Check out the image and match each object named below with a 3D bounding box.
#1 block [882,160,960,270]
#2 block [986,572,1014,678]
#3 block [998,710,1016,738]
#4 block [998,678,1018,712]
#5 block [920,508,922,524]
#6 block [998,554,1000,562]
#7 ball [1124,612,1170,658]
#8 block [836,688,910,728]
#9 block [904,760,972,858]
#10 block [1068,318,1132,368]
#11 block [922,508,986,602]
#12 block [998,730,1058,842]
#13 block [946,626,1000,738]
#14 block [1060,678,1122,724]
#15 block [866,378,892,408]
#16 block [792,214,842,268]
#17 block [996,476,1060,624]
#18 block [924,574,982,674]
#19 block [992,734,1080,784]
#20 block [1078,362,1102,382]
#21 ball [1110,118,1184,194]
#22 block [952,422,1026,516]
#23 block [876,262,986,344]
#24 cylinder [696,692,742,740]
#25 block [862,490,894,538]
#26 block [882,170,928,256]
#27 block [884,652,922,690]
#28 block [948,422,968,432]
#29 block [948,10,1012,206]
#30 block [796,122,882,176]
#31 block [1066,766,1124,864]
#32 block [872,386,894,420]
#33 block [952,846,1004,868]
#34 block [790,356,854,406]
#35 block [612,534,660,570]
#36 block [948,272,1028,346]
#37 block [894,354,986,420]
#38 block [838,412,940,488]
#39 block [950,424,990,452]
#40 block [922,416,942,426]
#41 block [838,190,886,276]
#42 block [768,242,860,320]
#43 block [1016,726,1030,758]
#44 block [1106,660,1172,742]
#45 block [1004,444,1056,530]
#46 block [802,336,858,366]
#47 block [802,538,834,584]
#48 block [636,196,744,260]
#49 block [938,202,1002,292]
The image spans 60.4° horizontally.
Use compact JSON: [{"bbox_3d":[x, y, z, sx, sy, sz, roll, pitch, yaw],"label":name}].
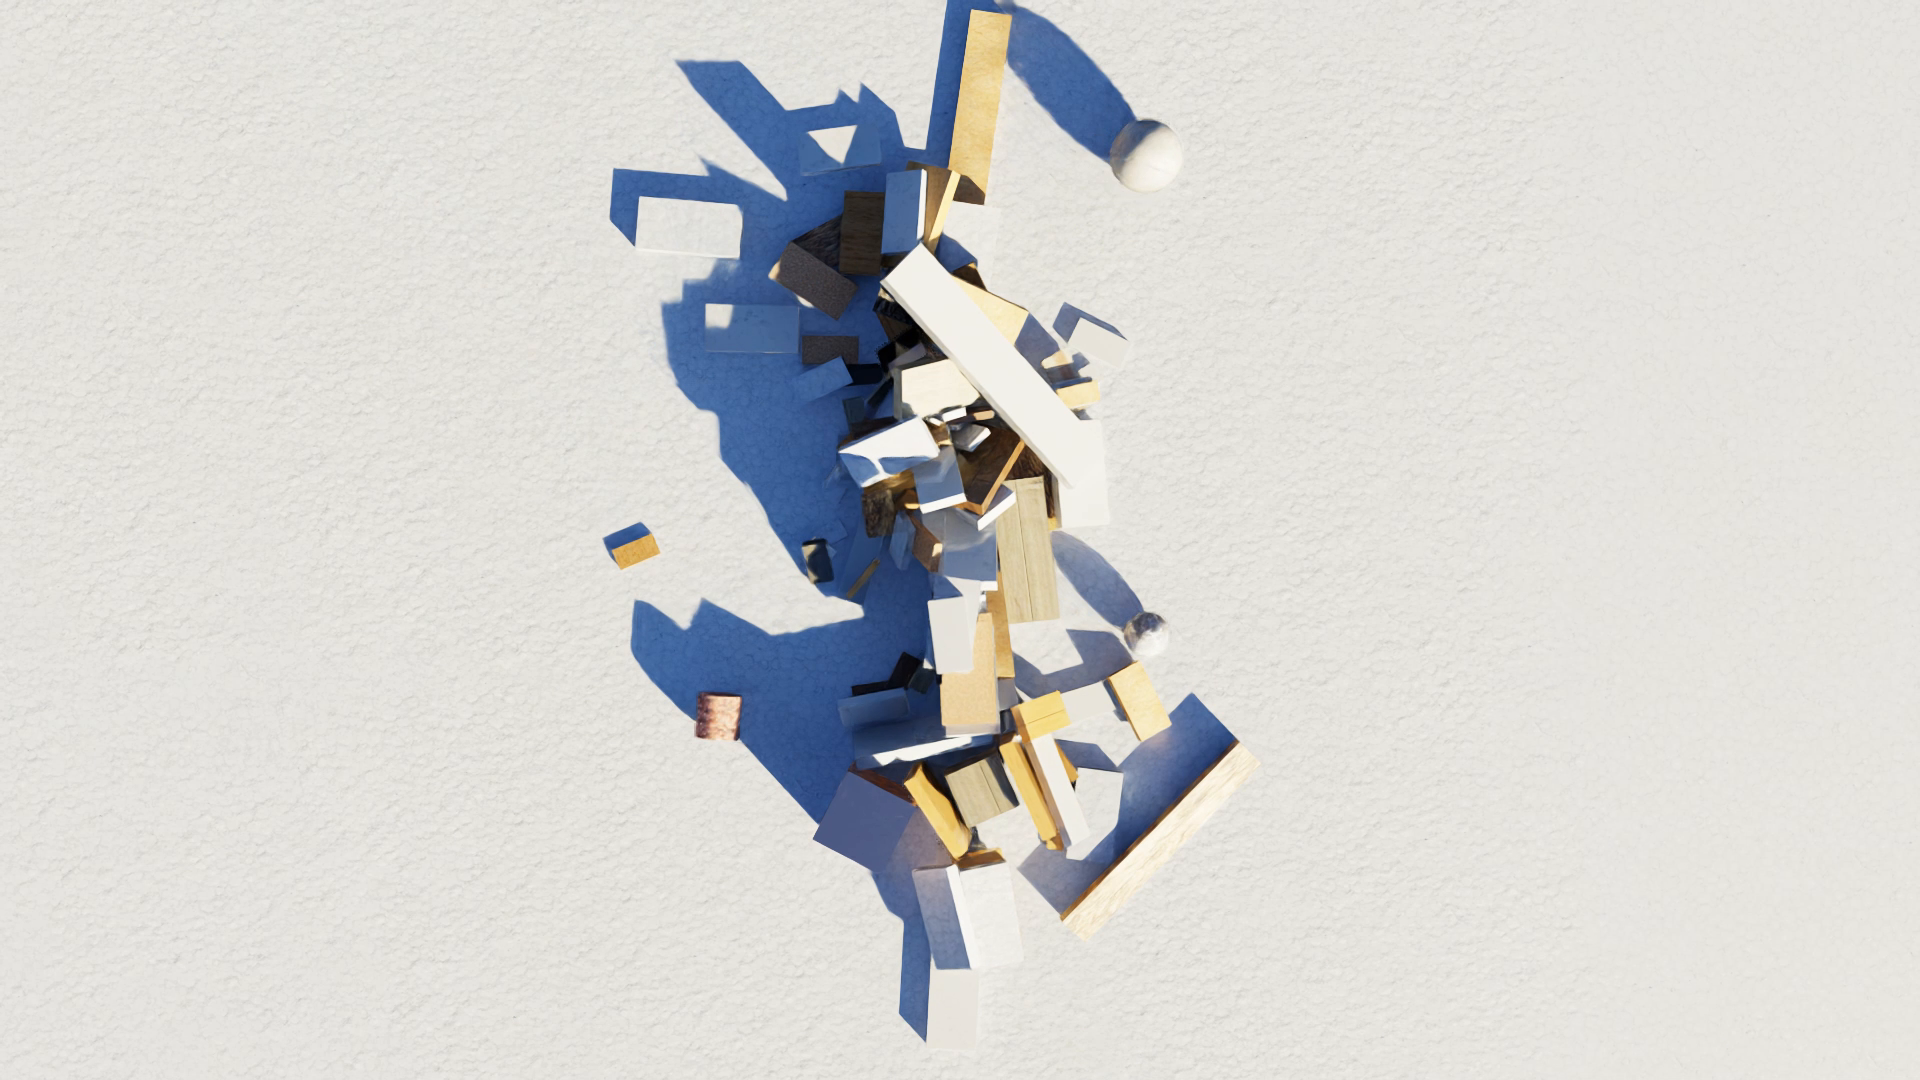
[{"bbox_3d":[-0.142,-1.053,5.425,0.180,0.051,0.359,20,93,30],"label":"block"},{"bbox_3d":[0.071,0.285,5.402,0.173,0.049,0.346,-7,77,-1],"label":"block"},{"bbox_3d":[0.140,0.548,5.436,0.102,0.029,0.203,-25,78,0],"label":"block"},{"bbox_3d":[0.078,0.397,5.427,0.173,0.049,0.346,-10,77,-1],"label":"block"},{"bbox_3d":[-0.083,-0.111,5.473,0.102,0.029,0.204,-3,90,0],"label":"block"},{"bbox_3d":[0.199,0.054,5.486,0.204,0.029,0.102,30,90,0],"label":"block"},{"bbox_3d":[0.614,0.311,5.426,0.149,0.149,0.149,0,90,0],"label":"ball"},{"bbox_3d":[-0.285,0.554,5.448,0.225,0.113,0.032,-11,47,0],"label":"block"},{"bbox_3d":[-0.069,0.881,5.404,0.043,0.151,0.302,-31,97,16],"label":"block"},{"bbox_3d":[0.464,-0.654,5.487,0.190,0.027,0.095,26,90,0],"label":"block"},{"bbox_3d":[-0.024,0.039,5.364,0.173,0.049,0.346,-6,65,-1],"label":"block"},{"bbox_3d":[0.222,0.790,5.325,0.047,0.167,0.335,-24,94,7],"label":"block"},{"bbox_3d":[0.033,0.456,5.314,0.173,0.049,0.346,-4,77,0],"label":"block"},{"bbox_3d":[0.443,0.531,5.486,0.203,0.029,0.102,-17,90,0],"label":"block"},{"bbox_3d":[-0.267,-0.487,5.475,0.101,0.050,0.014,-49,55,0],"label":"block"},{"bbox_3d":[-0.418,-0.989,5.481,0.270,0.038,0.135,-28,90,0],"label":"block"},{"bbox_3d":[0.216,0.033,5.430,0.172,0.049,0.473,-7,97,8],"label":"block"},{"bbox_3d":[-0.022,0.261,5.106,0.144,0.041,0.287,8,91,0],"label":"block"},{"bbox_3d":[0.246,0.702,5.456,0.151,0.043,0.302,-37,84,5],"label":"block"},{"bbox_3d":[0.397,-0.524,5.490,0.137,0.019,0.068,-33,90,0],"label":"block"},{"bbox_3d":[0.608,-1.251,5.381,0.238,0.238,0.238,0,90,0],"label":"ball"},{"bbox_3d":[0.067,-0.233,5.340,0.165,0.047,0.330,16,54,22],"label":"block"},{"bbox_3d":[-0.080,-0.756,5.424,0.359,0.051,0.180,-24,105,9],"label":"block"},{"bbox_3d":[-0.792,0.580,5.429,0.142,0.142,0.142,4,90,0],"label":"cylinder"},{"bbox_3d":[-0.263,-0.084,5.375,0.095,0.190,0.027,-10,50,-5],"label":"block"},{"bbox_3d":[-0.181,-1.070,5.398,0.135,0.038,0.270,0,83,29],"label":"block"},{"bbox_3d":[-0.190,0.448,5.477,0.069,0.020,0.139,28,83,-9],"label":"block"},{"bbox_3d":[-0.048,-0.380,5.434,0.134,0.067,0.019,2,117,35],"label":"block"},{"bbox_3d":[0.056,-1.410,5.481,0.135,0.038,0.680,8,90,0],"label":"block"},{"bbox_3d":[-0.401,-1.298,5.481,0.270,0.038,0.135,-8,90,0],"label":"block"},{"bbox_3d":[0.446,0.913,5.479,0.151,0.043,0.302,7,90,0],"label":"block"},{"bbox_3d":[-0.230,-0.432,5.472,0.074,0.021,0.148,31,92,25],"label":"block"},{"bbox_3d":[0.084,1.191,5.431,0.164,0.046,0.328,-11,92,-9],"label":"block"},{"bbox_3d":[-0.457,-0.528,5.469,0.190,0.027,0.095,-24,96,7],"label":"block"},{"bbox_3d":[-1.076,0.039,5.490,0.142,0.020,0.071,-23,90,0],"label":"block"},{"bbox_3d":[0.051,-0.735,5.330,0.307,0.043,0.153,24,107,-7],"label":"block"},{"bbox_3d":[-0.058,-0.505,5.313,0.347,0.049,0.173,-18,122,-33],"label":"block"},{"bbox_3d":[-0.227,-0.283,5.269,0.288,0.041,0.144,-22,112,17],"label":"block"},{"bbox_3d":[0.009,-0.343,5.408,0.091,0.182,0.026,-46,125,-19],"label":"block"},{"bbox_3d":[-0.105,-0.394,5.330,0.045,0.090,0.013,23,91,-42],"label":"block"},{"bbox_3d":[-0.320,-1.011,5.433,0.135,0.038,0.270,4,85,3],"label":"block"},{"bbox_3d":[-0.482,-0.855,5.447,0.270,0.038,0.135,32,97,-12],"label":"block"},{"bbox_3d":[0.213,0.662,5.388,0.015,0.054,0.108,-23,117,16],"label":"block"},{"bbox_3d":[0.594,0.533,5.464,0.119,0.034,0.239,-27,93,-14],"label":"block"},{"bbox_3d":[0.238,-0.190,5.476,0.172,0.049,0.344,-18,90,0],"label":"block"},{"bbox_3d":[-0.431,-0.631,5.487,0.186,0.026,0.093,1,90,0],"label":"block"},{"bbox_3d":[-0.470,0.072,5.454,0.076,0.021,0.151,-9,119,0],"label":"block"},{"bbox_3d":[-0.896,-1.036,5.476,0.344,0.049,0.172,5,90,0],"label":"block"},{"bbox_3d":[0.021,-0.928,5.453,0.180,0.051,0.359,8,97,0],"label":"block"}]
